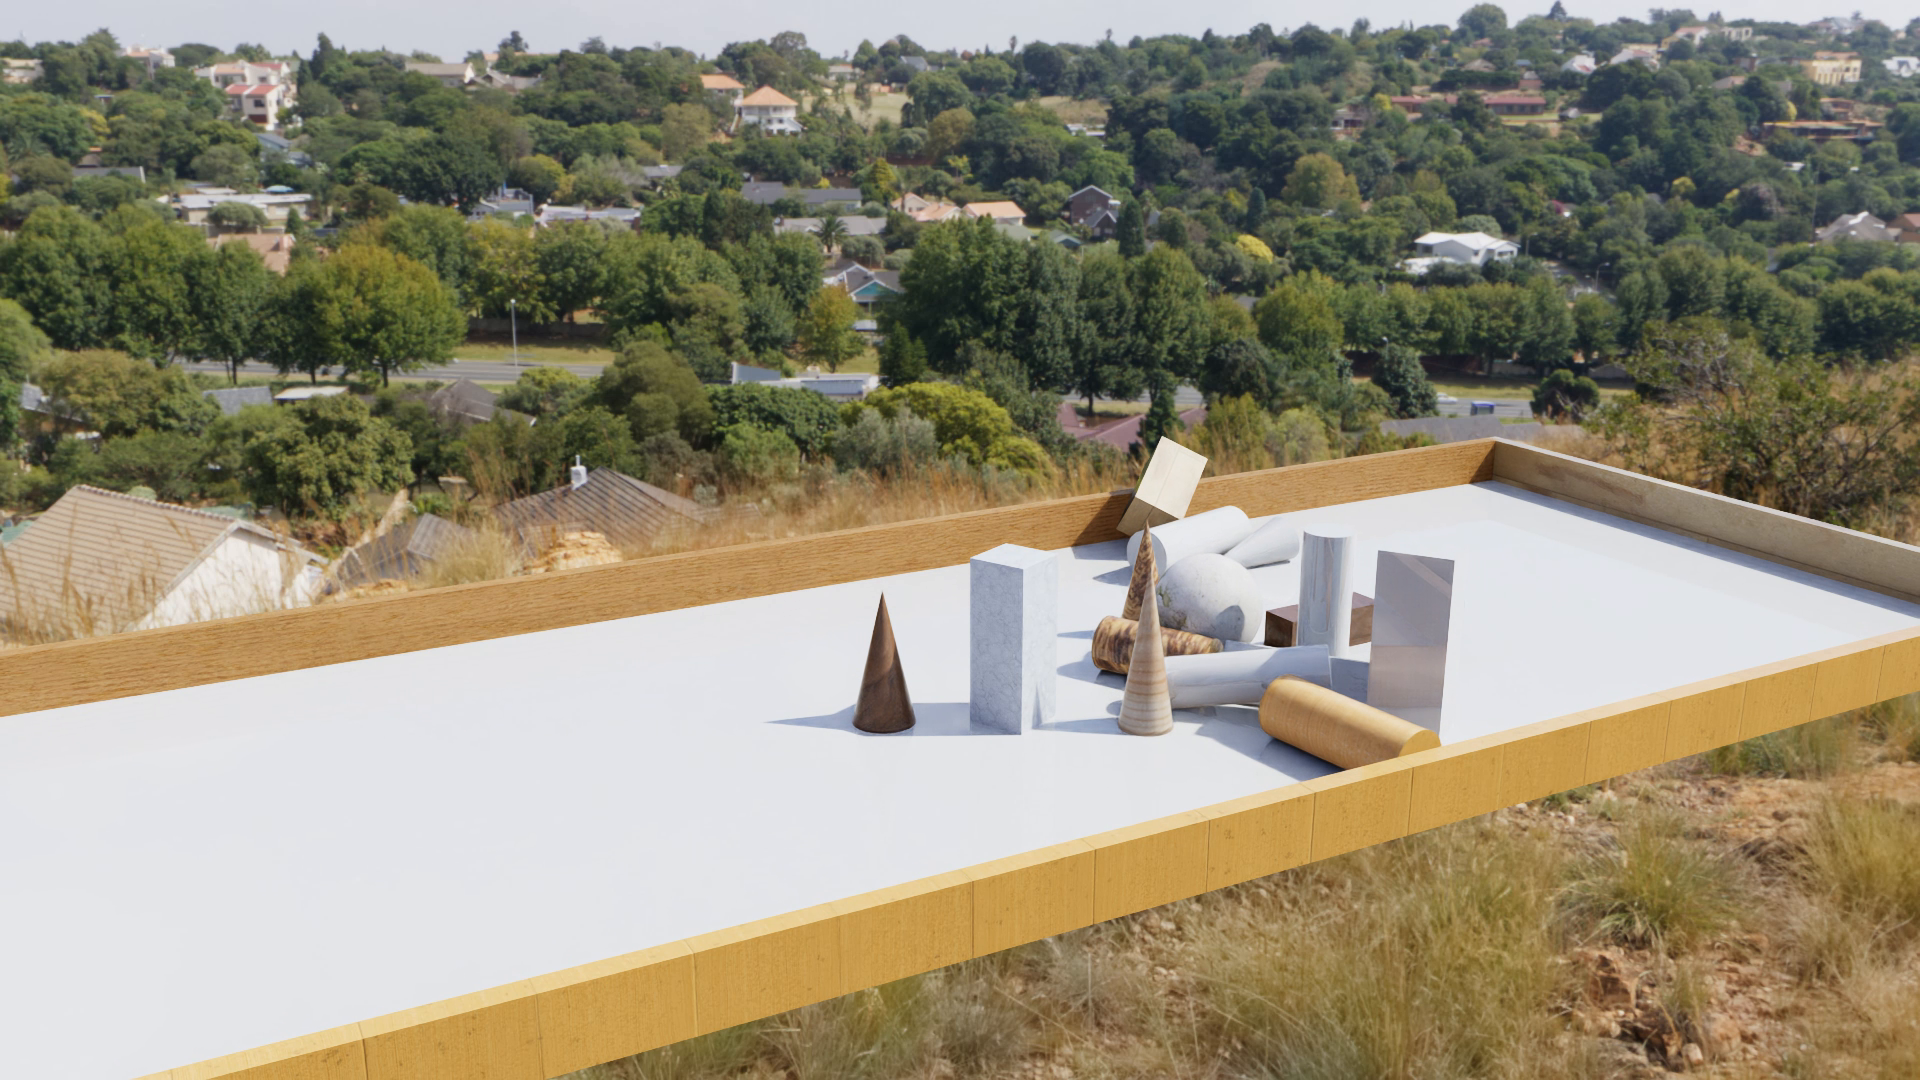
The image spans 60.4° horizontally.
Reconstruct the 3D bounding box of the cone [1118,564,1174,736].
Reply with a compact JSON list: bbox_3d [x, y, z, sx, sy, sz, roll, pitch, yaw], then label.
[{"bbox_3d":[0.436,0.244,3.815,0.131,0.401,0.131,0,16,0],"label":"cone"}]

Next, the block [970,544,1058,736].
[{"bbox_3d":[0.126,0.230,3.859,0.147,0.403,0.147,11,20,34],"label":"block"}]

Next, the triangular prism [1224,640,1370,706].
[{"bbox_3d":[0.822,0.331,3.989,0.375,0.129,0.149,8,19,26],"label":"triangular prism"}]

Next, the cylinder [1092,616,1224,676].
[{"bbox_3d":[0.495,0.285,4.137,0.301,0.139,0.139,11,20,34],"label":"cylinder"}]

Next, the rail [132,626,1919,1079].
[{"bbox_3d":[-2.336,1.006,1.665,12.000,0.150,0.050,-9,18,-27],"label":"rail"}]

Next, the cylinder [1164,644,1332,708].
[{"bbox_3d":[0.669,0.326,3.914,0.410,0.125,0.125,-6,15,13],"label":"cylinder"}]

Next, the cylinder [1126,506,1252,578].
[{"bbox_3d":[0.705,0.009,5.048,0.412,0.156,0.156,-15,22,-41],"label":"cylinder"}]

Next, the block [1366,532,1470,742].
[{"bbox_3d":[1.054,0.225,3.804,0.170,0.443,0.170,8,18,26],"label":"block"}]

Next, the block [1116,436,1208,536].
[{"bbox_3d":[0.645,-0.148,5.259,0.164,0.164,0.308,27,48,2],"label":"block"}]

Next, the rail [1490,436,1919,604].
[{"bbox_3d":[2.466,-0.048,5.253,0.050,0.150,2.100,-9,18,-27],"label":"rail"}]

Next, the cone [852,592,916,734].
[{"bbox_3d":[-0.179,0.271,3.853,0.152,0.327,0.152,0,16,0],"label":"cone"}]

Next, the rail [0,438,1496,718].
[{"bbox_3d":[-3.305,0.497,3.399,12.000,0.150,0.050,-9,18,-27],"label":"rail"}]

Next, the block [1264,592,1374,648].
[{"bbox_3d":[0.968,0.227,4.393,0.314,0.106,0.106,-9,19,-29],"label":"block"}]

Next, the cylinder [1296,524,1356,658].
[{"bbox_3d":[0.899,0.169,4.065,0.128,0.403,0.128,0,16,0],"label":"cylinder"}]

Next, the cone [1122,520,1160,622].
[{"bbox_3d":[0.498,0.100,4.435,0.145,0.327,0.145,0,16,0],"label":"cone"}]

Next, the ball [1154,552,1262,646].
[{"bbox_3d":[0.637,0.175,4.254,0.284,0.284,0.284,0,16,0],"label":"ball"}]

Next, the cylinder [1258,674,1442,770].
[{"bbox_3d":[0.855,0.426,3.640,0.150,0.150,0.398,-11,20,-33],"label":"cylinder"}]

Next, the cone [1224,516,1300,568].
[{"bbox_3d":[0.857,0.053,5.052,0.359,0.141,0.141,-22,25,-26],"label":"cone"}]
